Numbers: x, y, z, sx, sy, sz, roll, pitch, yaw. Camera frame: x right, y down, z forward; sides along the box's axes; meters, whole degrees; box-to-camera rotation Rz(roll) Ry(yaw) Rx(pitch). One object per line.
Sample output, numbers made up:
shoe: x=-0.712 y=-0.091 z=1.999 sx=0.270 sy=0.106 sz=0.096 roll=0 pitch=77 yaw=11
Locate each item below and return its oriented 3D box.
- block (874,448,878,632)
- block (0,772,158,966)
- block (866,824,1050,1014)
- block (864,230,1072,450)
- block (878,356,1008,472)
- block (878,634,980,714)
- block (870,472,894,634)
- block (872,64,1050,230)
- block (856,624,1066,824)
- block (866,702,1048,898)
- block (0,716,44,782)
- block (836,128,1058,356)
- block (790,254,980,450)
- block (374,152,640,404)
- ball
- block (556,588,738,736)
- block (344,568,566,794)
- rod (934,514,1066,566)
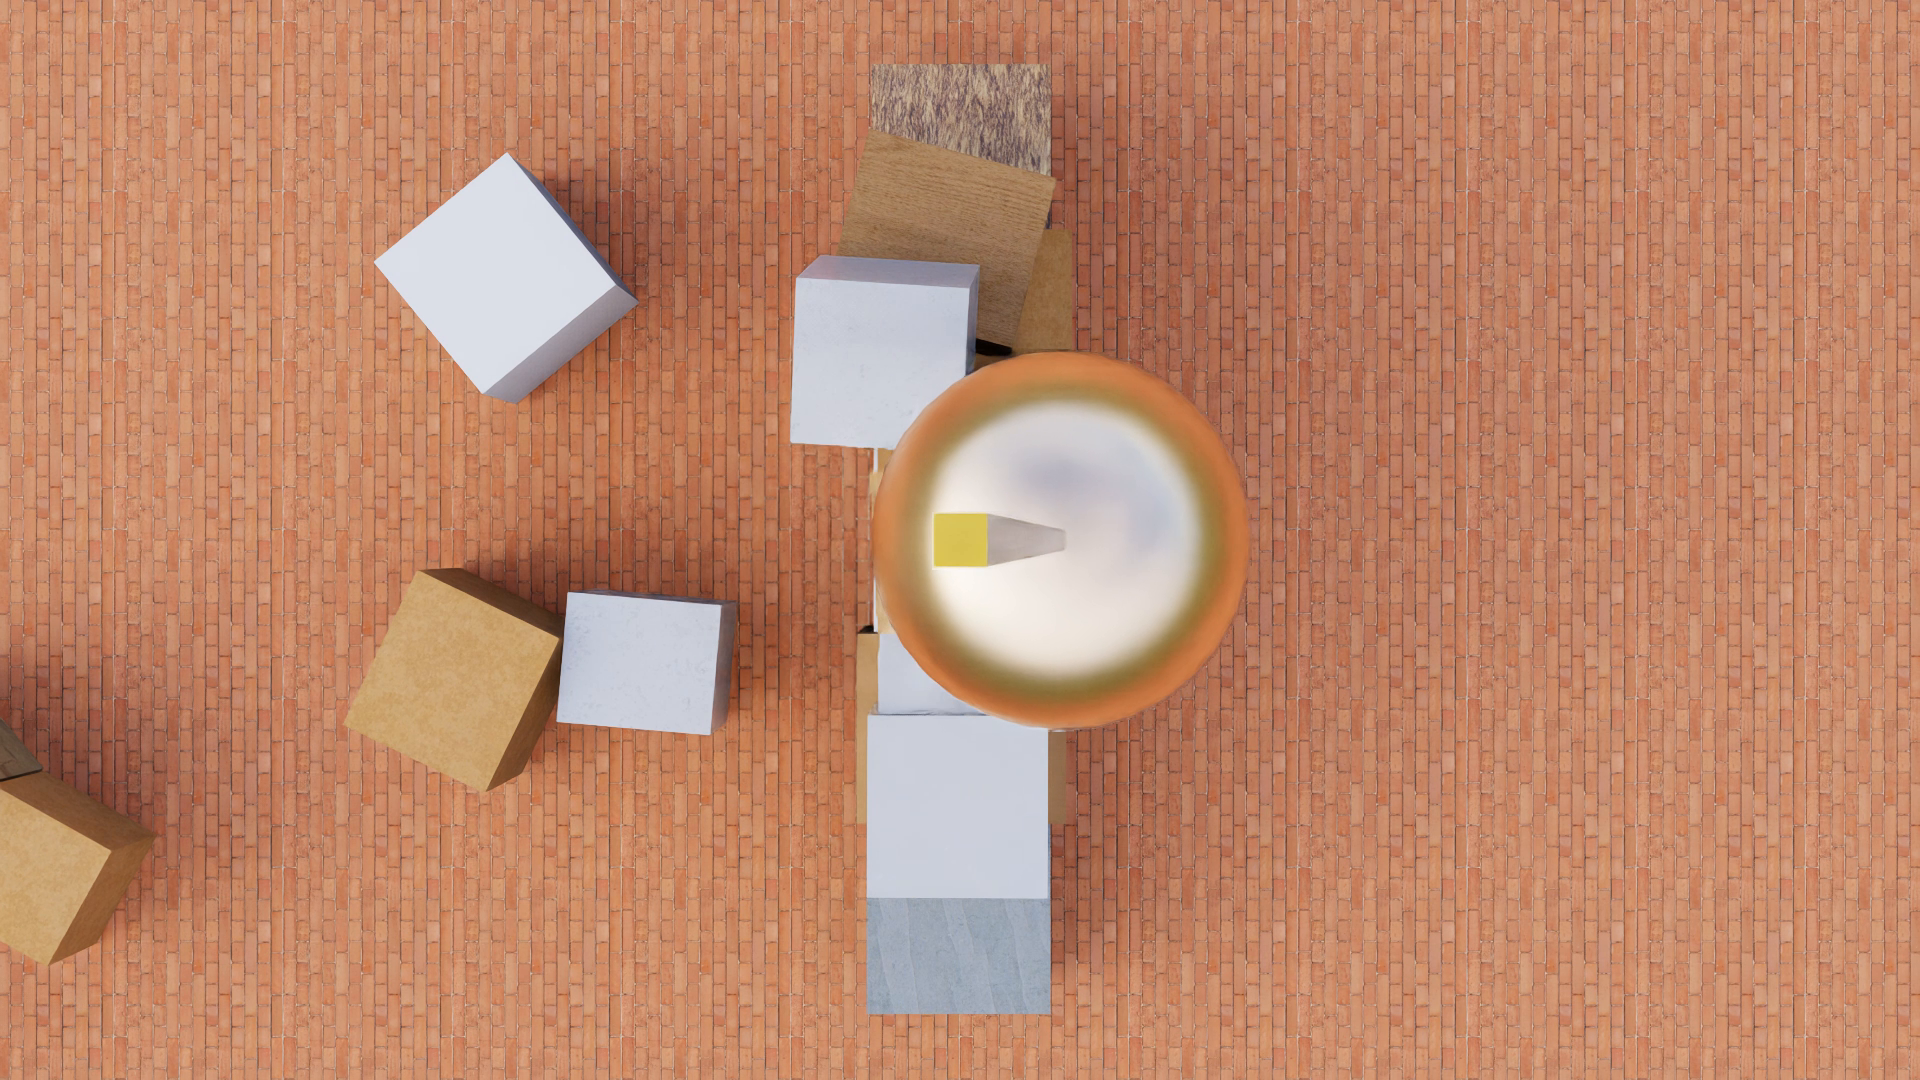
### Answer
block: x=0.019 y=-0.015 z=12.429 sx=0.969 sy=1.143 sz=1.024 roll=0 pitch=90 yaw=0
block: x=-5.259 y=1.876 z=12.647 sx=0.766 sy=0.705 sz=0.741 roll=29 pitch=90 yaw=0
block: x=-0.008 y=2.078 z=12.554 sx=1.011 sy=0.892 sz=1.065 roll=0 pitch=90 yaw=0
block: x=0.017 y=-1.107 z=12.429 sx=1.174 sy=1.142 sz=1.138 roll=0 pitch=90 yaw=0
block: x=-0.008 y=-0.525 z=11.478 sx=0.809 sy=0.759 sz=0.800 roll=0 pitch=90 yaw=0
block: x=0.013 y=0.381 z=11.466 sx=0.846 sy=0.784 sz=0.998 roll=0 pitch=90 yaw=0
block: x=-0.018 y=0.043 z=10.693 sx=0.776 sy=0.761 sz=0.759 roll=-3 pitch=90 yaw=0
block: x=0.005 y=-2.147 z=12.530 sx=0.983 sy=0.940 sz=0.925 roll=0 pitch=90 yaw=0
block: x=0.008 y=1.018 z=12.441 sx=1.131 sy=1.119 sz=1.029 roll=0 pitch=90 yaw=0
block: x=-0.012 y=1.338 z=11.452 sx=0.905 sy=0.859 sz=0.913 roll=0 pitch=90 yaw=0
block: x=-5.991 y=1.309 z=12.573 sx=0.831 sy=0.855 sz=0.805 roll=-40 pitch=90 yaw=0
block: x=-0.096 y=-1.508 z=11.417 sx=0.971 sy=0.882 sz=0.875 roll=15 pitch=90 yaw=0
block: x=-0.346 y=-0.909 z=10.565 sx=0.795 sy=0.899 sz=0.770 roll=4 pitch=104 yaw=3
block: x=-2.557 y=-1.467 z=12.542 sx=0.949 sy=0.916 sz=0.940 roll=-39 pitch=90 yaw=0
ball: x=0.421 y=0.000 z=9.264 sx=1.600 sy=1.600 sz=1.600 roll=0 pitch=90 yaw=0
block: x=-1.769 y=0.682 z=12.560 sx=0.849 sy=0.881 sz=0.717 roll=5 pitch=90 yaw=0
block: x=-2.774 y=0.772 z=12.491 sx=0.860 sy=1.017 sz=0.937 roll=26 pitch=90 yaw=0
rod: x=0.182 y=0.000 z=5.872 sx=0.080 sy=5.200 sz=0.080 roll=0 pitch=90 yaw=4
